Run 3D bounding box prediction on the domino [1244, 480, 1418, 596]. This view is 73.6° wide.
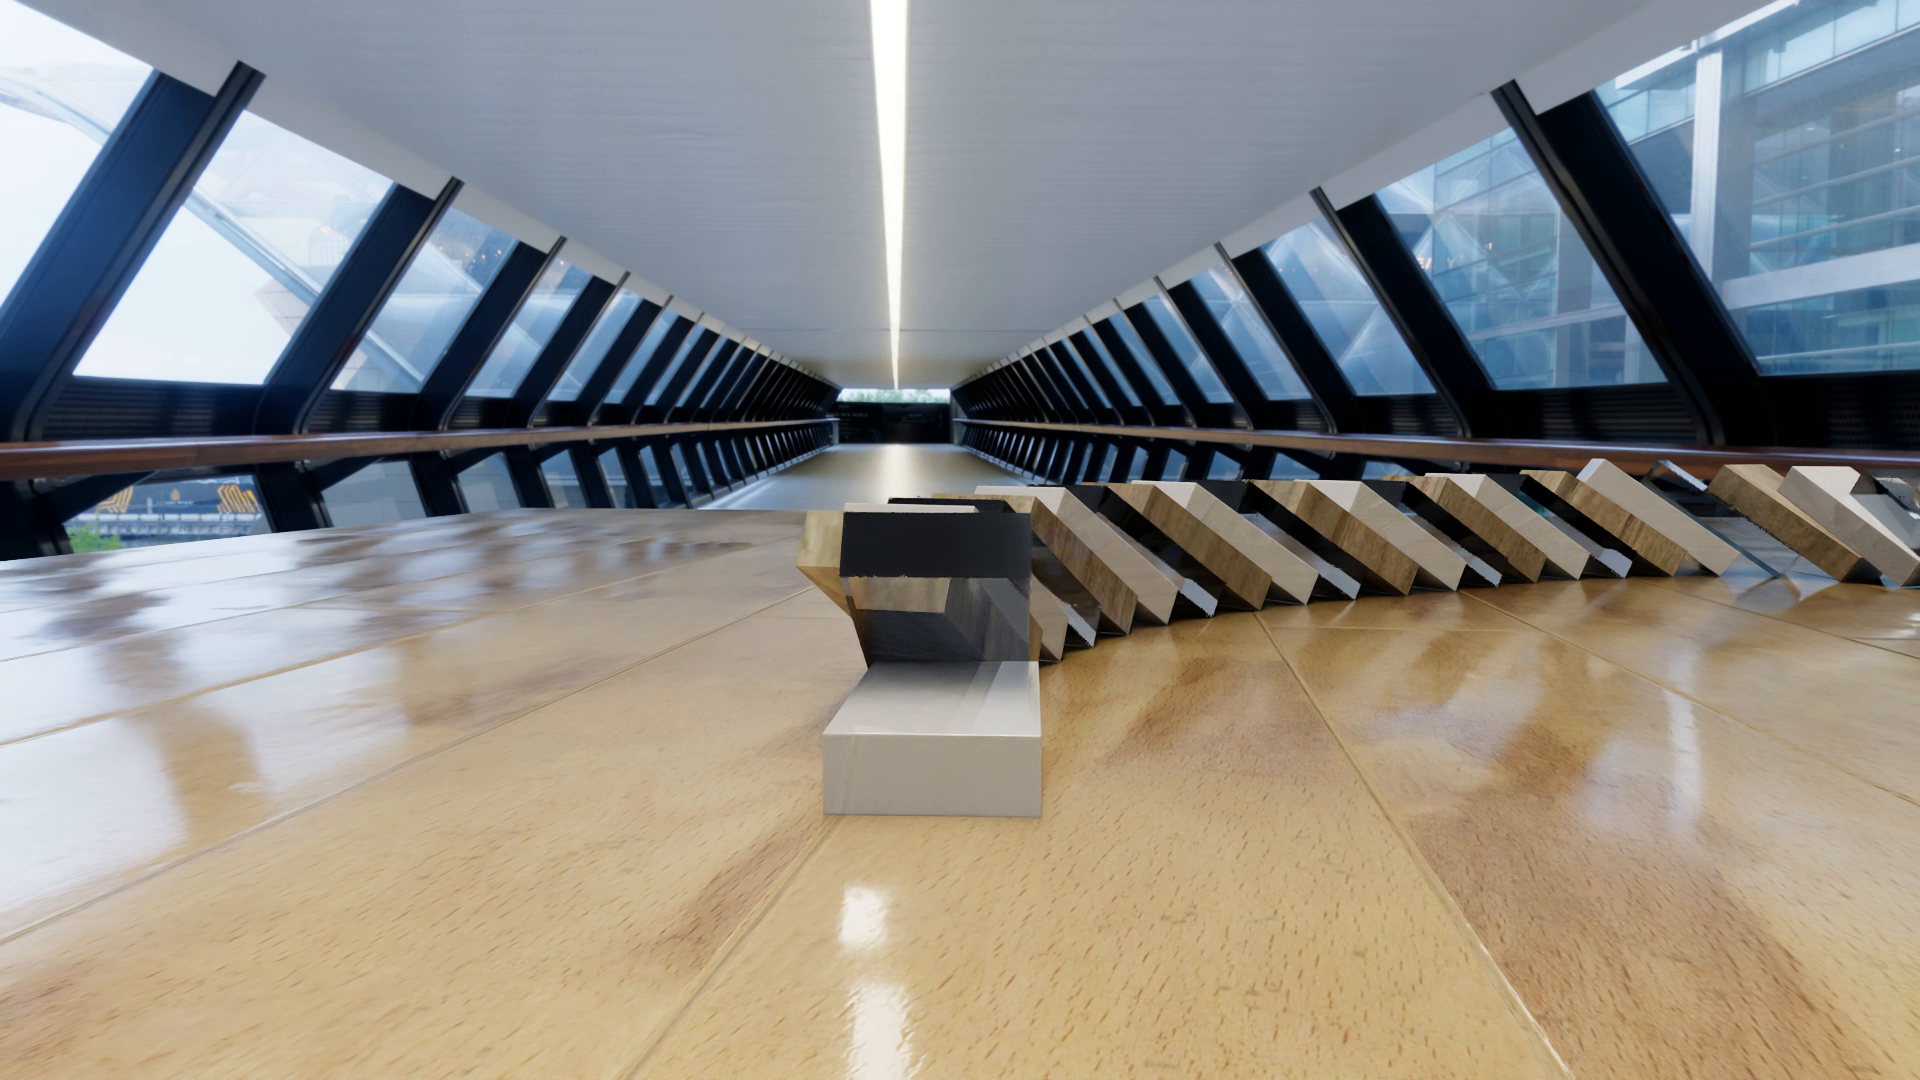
[{"bbox_3d":[0.102,-0.001,0.359,0.050,0.010,0.025,31,-12,-28],"label":"domino"}]

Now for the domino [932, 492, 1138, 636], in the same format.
[{"bbox_3d":[0.016,0.006,0.276,0.025,0.009,0.050,3,-23,35],"label":"domino"}]

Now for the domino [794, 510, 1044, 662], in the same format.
[{"bbox_3d":[-0.005,0.010,0.217,0.025,0.009,0.050,2,-24,21],"label":"domino"}]

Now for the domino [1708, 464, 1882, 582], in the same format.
[{"bbox_3d":[0.272,-0.006,0.415,0.025,0.009,0.050,-2,38,-31],"label":"domino"}]

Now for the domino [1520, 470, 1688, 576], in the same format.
[{"bbox_3d":[0.208,-0.006,0.420,0.050,0.010,0.025,31,0,-9],"label":"domino"}]

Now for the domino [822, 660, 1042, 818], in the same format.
[{"bbox_3d":[-0.002,0.025,0.171,0.025,0.010,0.050,0,4,3],"label":"domino"}]

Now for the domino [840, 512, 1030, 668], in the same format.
[{"bbox_3d":[-0.002,0.011,0.192,0.025,0.010,0.050,0,-25,3],"label":"domino"}]

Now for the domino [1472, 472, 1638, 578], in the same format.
[{"bbox_3d":[0.189,-0.005,0.412,0.050,0.010,0.025,30,-5,-17],"label":"domino"}]

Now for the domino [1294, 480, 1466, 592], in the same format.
[{"bbox_3d":[0.120,-0.001,0.370,0.050,0.010,0.025,30,-11,-28],"label":"domino"}]

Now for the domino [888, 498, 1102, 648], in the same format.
[{"bbox_3d":[0.007,0.007,0.257,0.025,0.010,0.050,2,-24,30],"label":"domino"}]

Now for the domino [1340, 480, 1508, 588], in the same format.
[{"bbox_3d":[0.136,-0.002,0.381,0.050,0.010,0.025,30,-11,-28],"label":"domino"}]

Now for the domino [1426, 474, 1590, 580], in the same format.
[{"bbox_3d":[0.170,-0.004,0.403,0.050,0.009,0.025,31,-8,-21],"label":"domino"}]

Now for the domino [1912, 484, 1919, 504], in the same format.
[{"bbox_3d":[0.297,-0.002,0.361,0.025,0.010,0.050,1,36,3],"label":"domino"}]

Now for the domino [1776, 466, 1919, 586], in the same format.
[{"bbox_3d":[0.285,-0.005,0.399,0.025,0.009,0.050,-1,37,-18],"label":"domino"}]

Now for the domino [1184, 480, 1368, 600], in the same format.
[{"bbox_3d":[0.084,0.000,0.349,0.050,0.009,0.025,31,-12,-29],"label":"domino"}]

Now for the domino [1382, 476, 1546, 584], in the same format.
[{"bbox_3d":[0.153,-0.003,0.393,0.050,0.010,0.025,31,-10,-26],"label":"domino"}]

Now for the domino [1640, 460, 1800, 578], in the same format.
[{"bbox_3d":[0.251,-0.008,0.424,0.050,0.010,0.025,43,26,25],"label":"domino"}]

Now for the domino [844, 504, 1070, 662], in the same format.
[{"bbox_3d":[0.000,0.009,0.237,0.025,0.009,0.050,2,-24,26],"label":"domino"}]

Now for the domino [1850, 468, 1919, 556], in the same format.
[{"bbox_3d":[0.293,-0.003,0.381,0.025,0.010,0.050,0,36,-5],"label":"domino"}]

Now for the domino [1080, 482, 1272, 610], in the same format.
[{"bbox_3d":[0.054,0.002,0.324,0.050,0.009,0.025,33,-16,-34],"label":"domino"}]

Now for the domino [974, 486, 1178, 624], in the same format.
[{"bbox_3d":[0.026,0.004,0.294,0.025,0.010,0.050,4,-24,43],"label":"domino"}]

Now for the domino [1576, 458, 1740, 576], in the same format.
[{"bbox_3d":[0.231,-0.008,0.427,0.050,0.010,0.025,39,14,11],"label":"domino"}]

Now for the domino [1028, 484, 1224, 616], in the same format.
[{"bbox_3d":[0.039,0.003,0.310,0.025,0.009,0.050,4,-24,48],"label":"domino"}]

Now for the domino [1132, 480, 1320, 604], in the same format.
[{"bbox_3d":[0.068,0.001,0.339,0.050,0.009,0.025,32,-13,-29],"label":"domino"}]
